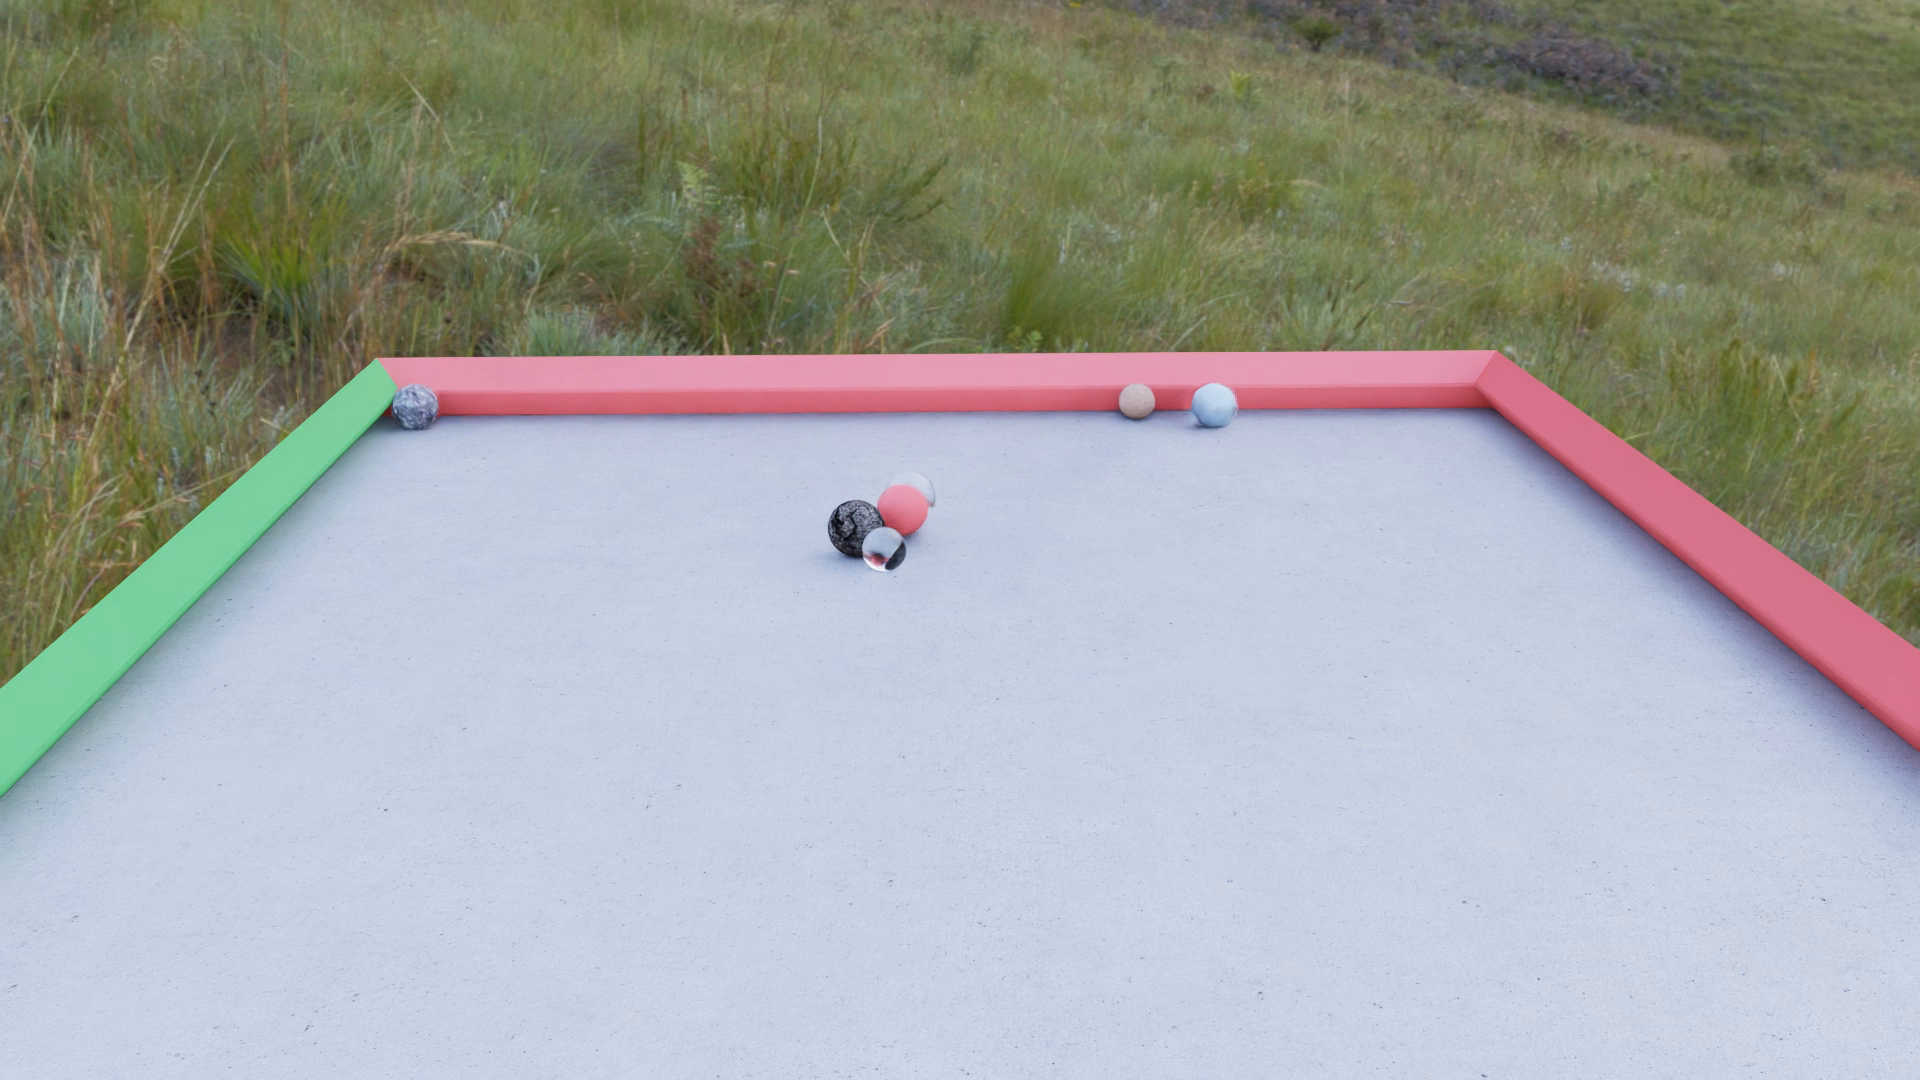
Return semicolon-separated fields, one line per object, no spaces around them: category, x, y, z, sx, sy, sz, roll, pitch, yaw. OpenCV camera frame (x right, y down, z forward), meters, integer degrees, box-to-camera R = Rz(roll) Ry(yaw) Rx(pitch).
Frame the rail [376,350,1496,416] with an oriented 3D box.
rail;-0.030;-0.254;3.611;1.847;0.095;0.045;-1;16;-2

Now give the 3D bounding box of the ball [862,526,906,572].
ball;-0.095;0.011;2.753;0.056;0.056;0.056;0;16;0

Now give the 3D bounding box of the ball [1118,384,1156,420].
ball;0.288;-0.226;3.580;0.059;0.059;0.059;0;16;0

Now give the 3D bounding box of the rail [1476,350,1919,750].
rail;0.930;0.222;1.939;0.045;0.095;3.589;-1;16;-2

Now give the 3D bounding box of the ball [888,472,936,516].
ball;-0.067;-0.058;2.976;0.069;0.069;0.069;0;16;0

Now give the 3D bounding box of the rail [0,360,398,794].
rail;-0.868;0.239;1.879;0.045;0.095;3.589;-1;16;-2

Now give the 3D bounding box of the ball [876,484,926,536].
ball;-0.078;-0.039;2.910;0.068;0.068;0.068;0;16;0

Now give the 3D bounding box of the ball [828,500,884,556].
ball;-0.133;-0.015;2.816;0.073;0.073;0.073;0;16;0

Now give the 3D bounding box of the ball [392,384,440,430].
ball;-0.869;-0.213;3.512;0.073;0.073;0.073;0;16;0

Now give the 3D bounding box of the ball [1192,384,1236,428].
ball;0.407;-0.216;3.525;0.071;0.071;0.071;0;16;0
